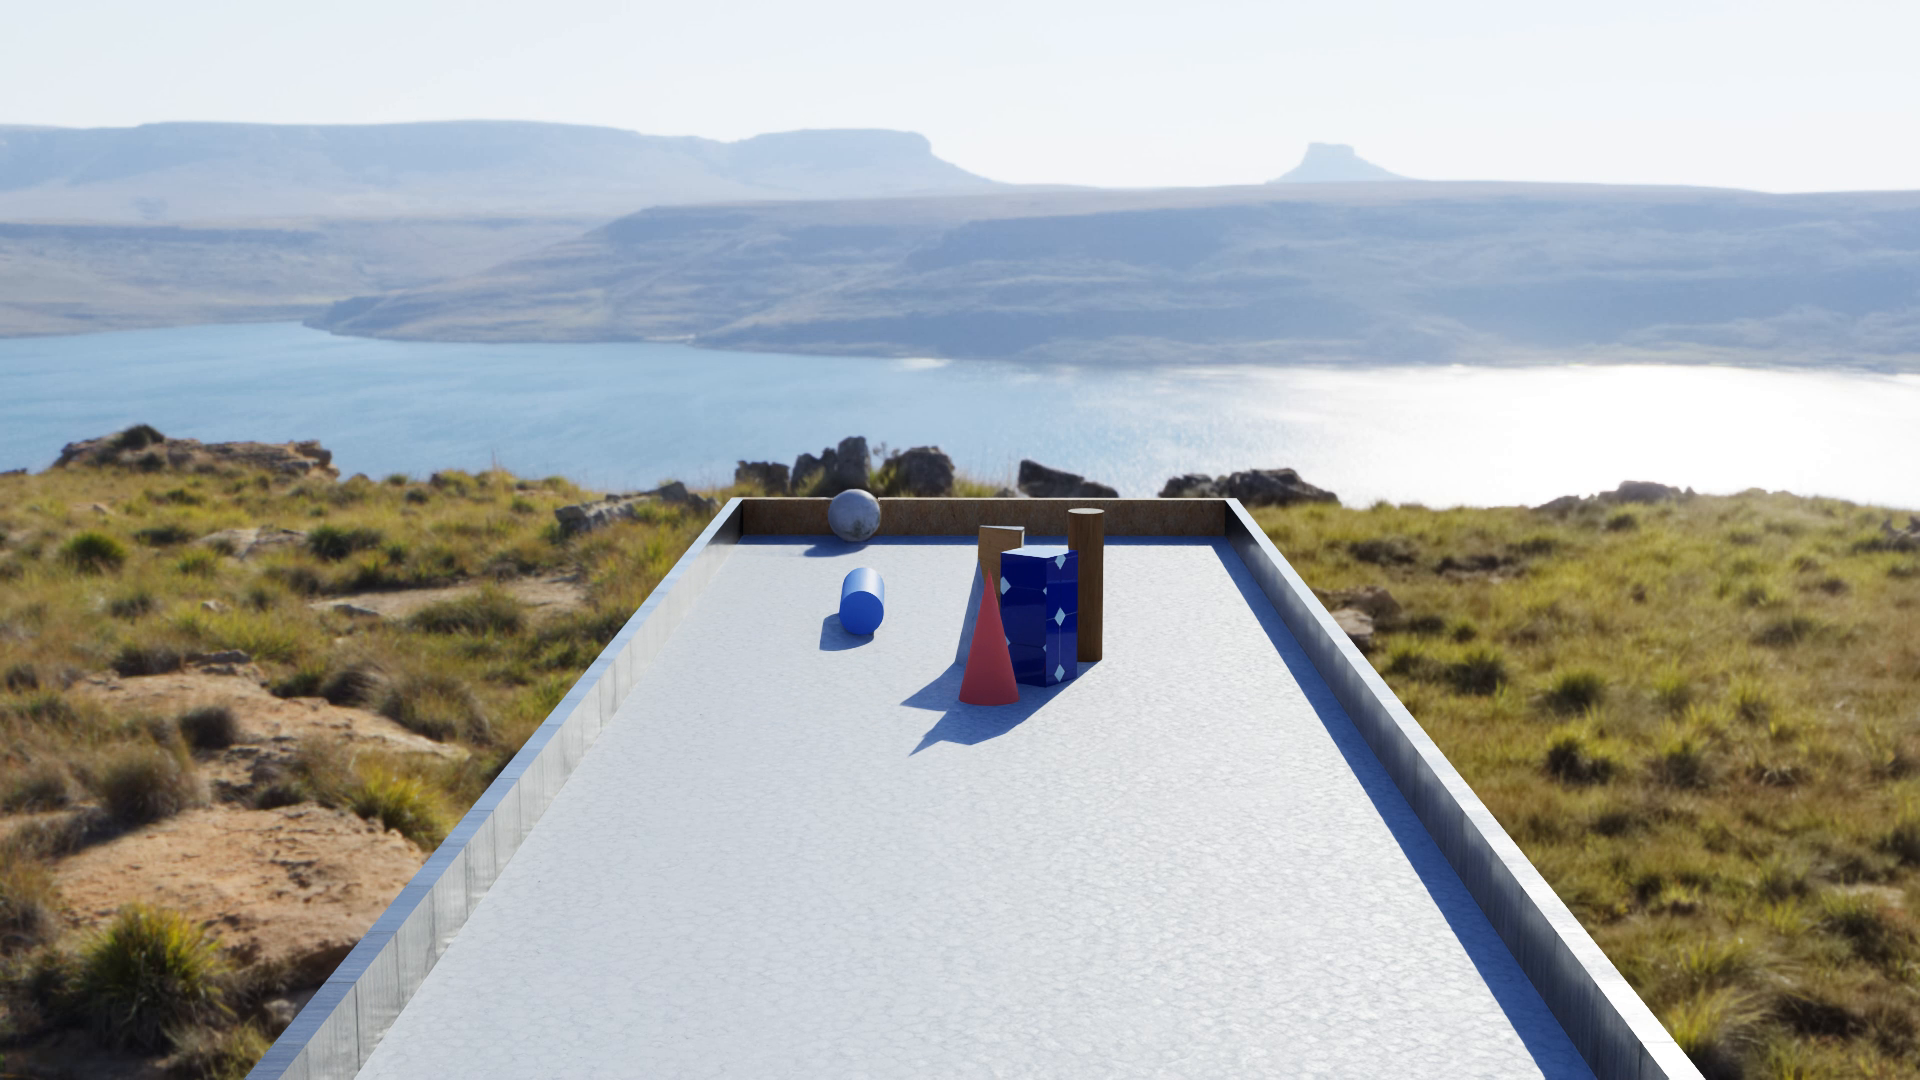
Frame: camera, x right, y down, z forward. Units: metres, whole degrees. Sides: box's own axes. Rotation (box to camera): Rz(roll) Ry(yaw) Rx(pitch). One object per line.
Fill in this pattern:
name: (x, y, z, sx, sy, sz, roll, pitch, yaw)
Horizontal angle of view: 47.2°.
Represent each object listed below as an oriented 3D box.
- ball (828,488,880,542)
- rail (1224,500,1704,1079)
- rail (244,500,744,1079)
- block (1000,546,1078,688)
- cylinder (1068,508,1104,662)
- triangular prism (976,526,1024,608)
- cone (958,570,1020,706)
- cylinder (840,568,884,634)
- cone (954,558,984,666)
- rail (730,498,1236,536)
ball: (-0.430, -0.101, 8.956, 0.216, 0.216, 0.216, 0, 9, 0)
rail: (1.046, 0.843, 3.208, 0.050, 0.150, 12.000, 0, 9, 1)
rail: (-1.004, 0.839, 3.234, 0.050, 0.150, 12.000, 0, 9, 1)
block: (0.231, 0.220, 6.409, 0.161, 0.379, 0.161, 7, 11, 36)
cylinder: (0.382, 0.137, 6.687, 0.108, 0.456, 0.108, 0, 9, 0)
triangular prism: (0.148, 0.153, 6.776, 0.153, 0.385, 0.133, 6, 5, 33)
cone: (0.082, 0.262, 6.163, 0.173, 0.373, 0.173, 0, 9, 0)
cylinder: (-0.323, 0.199, 7.290, 0.145, 0.145, 0.446, 0, 9, -2)
cone: (0.056, 0.210, 6.649, 0.146, 0.323, 0.146, 0, 9, 0)
rail: (0.099, -0.098, 9.147, 2.100, 0.150, 0.050, 0, 9, 1)
